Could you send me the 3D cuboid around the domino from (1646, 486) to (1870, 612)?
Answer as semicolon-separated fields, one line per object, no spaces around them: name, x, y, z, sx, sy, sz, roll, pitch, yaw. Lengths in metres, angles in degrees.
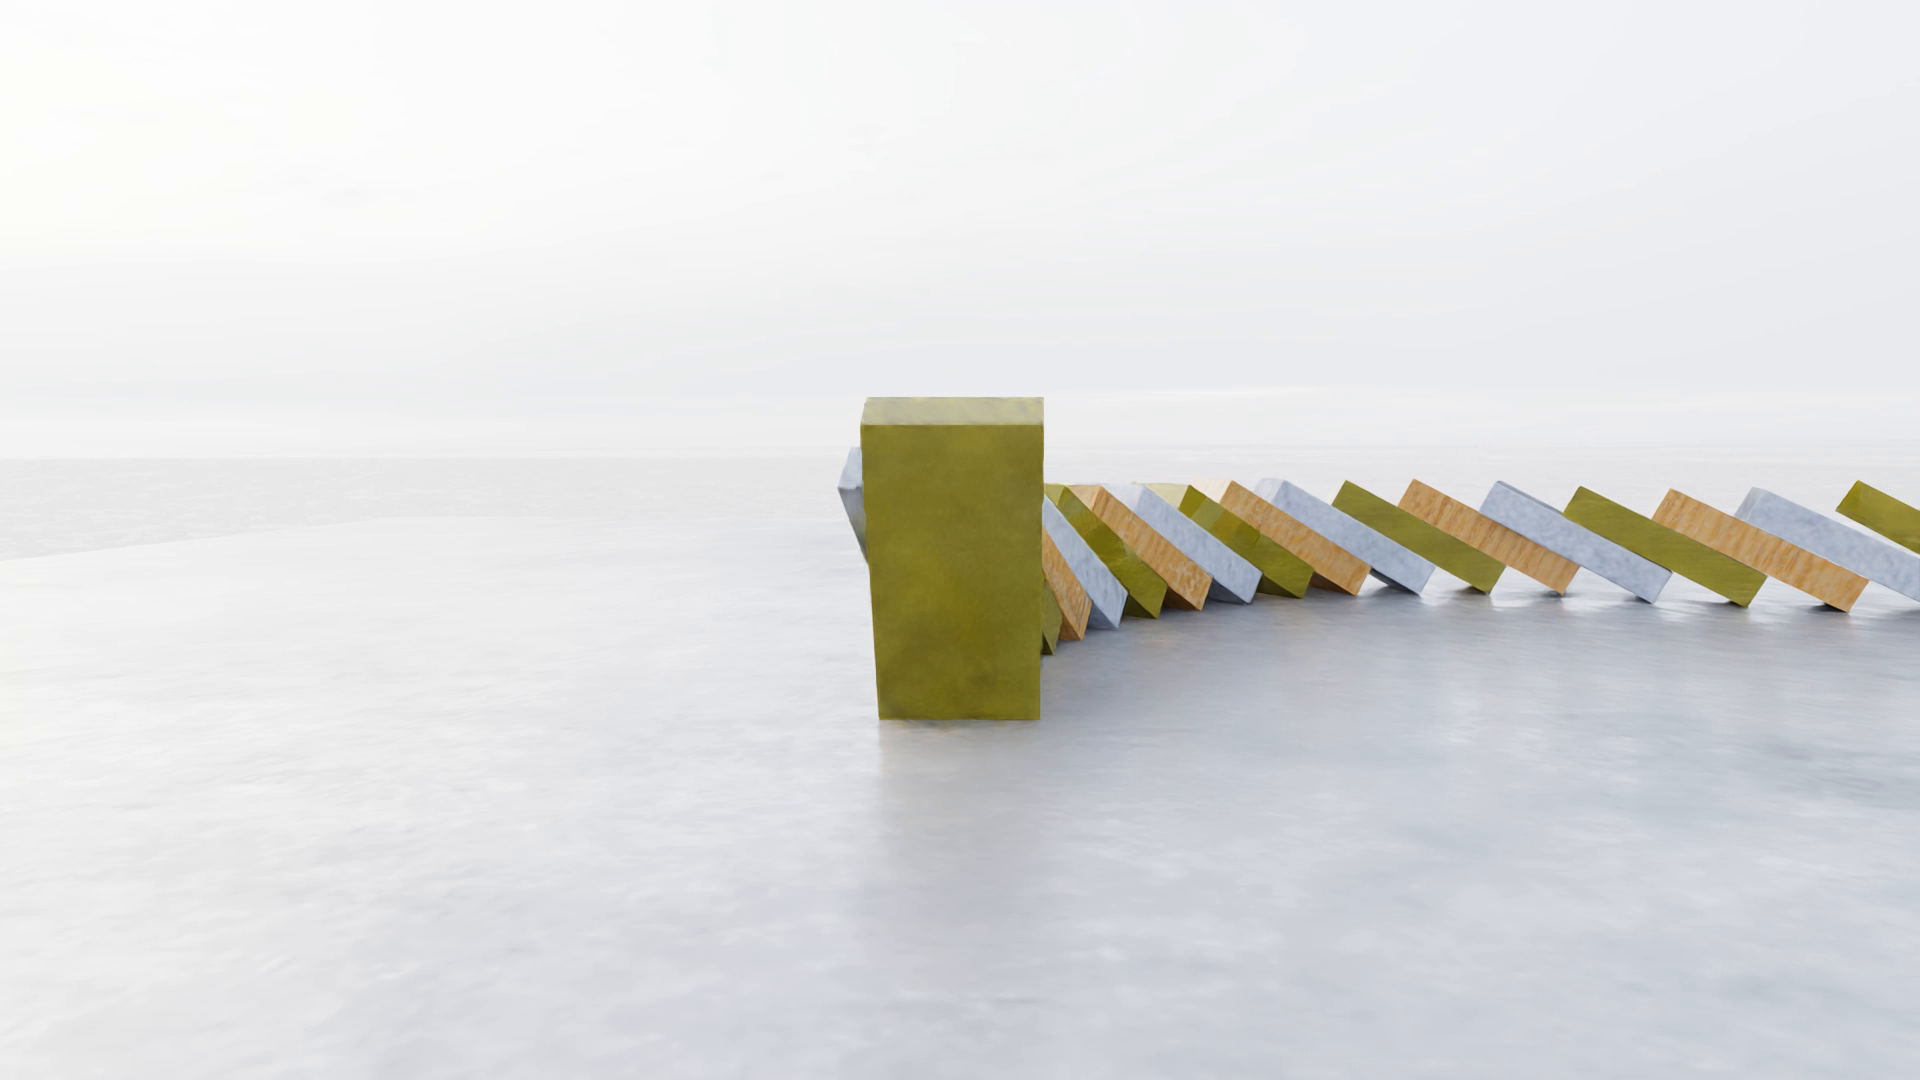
domino;0.211;0.001;0.342;0.050;0.009;0.025;31;16;20

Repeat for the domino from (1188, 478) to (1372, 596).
domino;0.089;-0.001;0.364;0.050;0.010;0.025;29;-4;-15

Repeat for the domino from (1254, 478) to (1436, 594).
domino;0.110;-0.002;0.373;0.050;0.010;0.025;29;3;-3

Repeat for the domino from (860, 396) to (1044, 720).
domino;0.000;0.004;0.190;0.025;0.050;0.009;0;30;3

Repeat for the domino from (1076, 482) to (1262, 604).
domino;0.054;0.001;0.337;0.050;0.009;0.025;32;-15;-33

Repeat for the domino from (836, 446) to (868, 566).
domino;-0.002;0.005;0.227;0.025;0.050;0.009;1;49;16

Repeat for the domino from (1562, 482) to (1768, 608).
domino;0.191;0.001;0.351;0.050;0.009;0.025;31;16;20

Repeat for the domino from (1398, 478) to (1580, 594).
domino;0.153;-0.002;0.373;0.050;0.009;0.025;31;13;19

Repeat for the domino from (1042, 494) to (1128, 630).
domino;0.015;0.004;0.285;0.025;0.009;0.050;3;-27;34

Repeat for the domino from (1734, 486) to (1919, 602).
domino;0.231;0.002;0.334;0.050;0.009;0.025;30;16;20

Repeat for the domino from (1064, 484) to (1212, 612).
domino;0.039;0.002;0.321;0.025;0.010;0.050;5;-23;47

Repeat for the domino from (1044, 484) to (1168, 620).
domino;0.026;0.003;0.304;0.025;0.009;0.050;4;-25;41

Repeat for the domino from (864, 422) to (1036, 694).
domino;-0.001;0.004;0.207;0.025;0.050;0.009;0;41;3

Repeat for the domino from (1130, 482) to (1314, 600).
domino;0.070;0.000;0.351;0.050;0.010;0.025;30;-10;-27

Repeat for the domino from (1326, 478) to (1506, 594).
domino;0.132;-0.002;0.376;0.050;0.009;0.025;30;9;9

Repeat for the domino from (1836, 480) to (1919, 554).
domino;0.255;0.001;0.328;0.025;0.010;0.050;-3;35;-43

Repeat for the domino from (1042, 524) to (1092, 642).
domino;0.007;0.004;0.266;0.025;0.010;0.050;2;-30;28

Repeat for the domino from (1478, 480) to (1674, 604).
domino;0.172;0.000;0.360;0.050;0.009;0.025;32;16;20

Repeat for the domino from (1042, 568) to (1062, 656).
domino;0.001;0.005;0.246;0.025;0.010;0.050;2;-35;22
